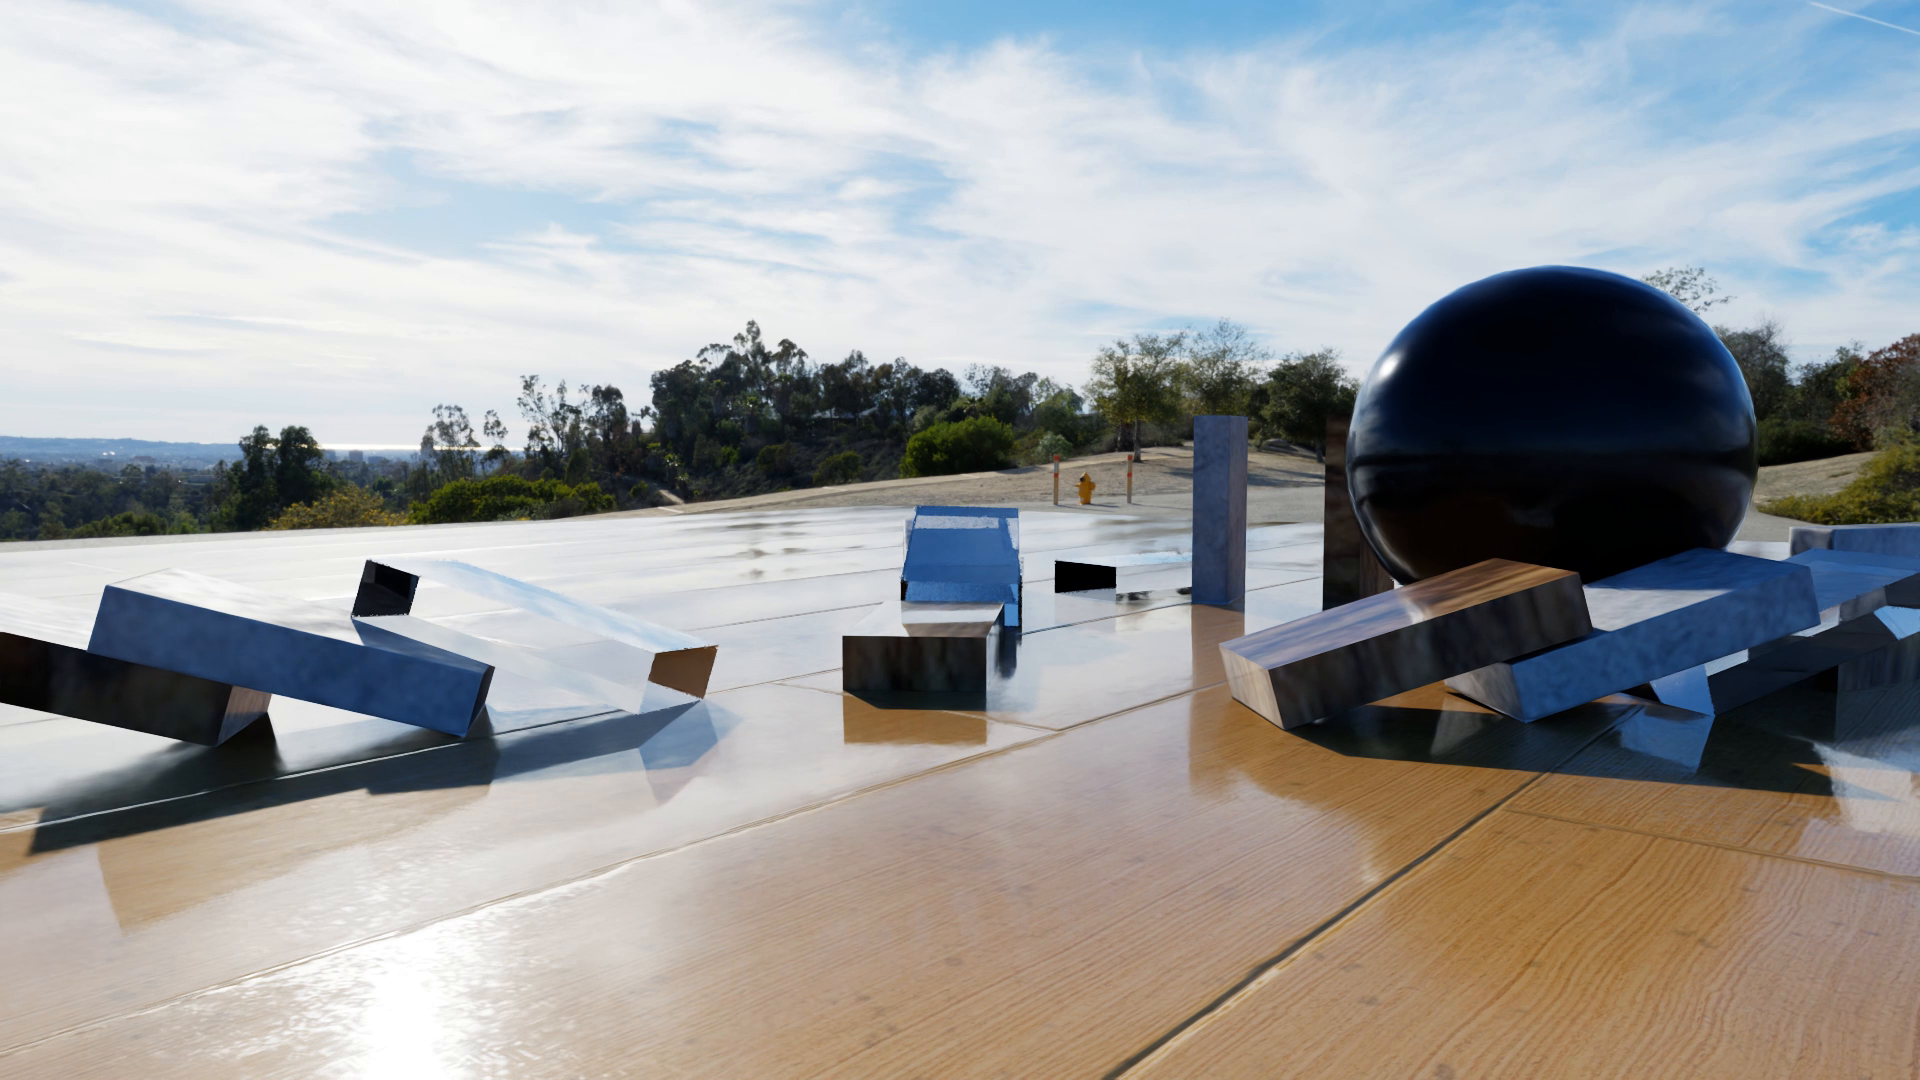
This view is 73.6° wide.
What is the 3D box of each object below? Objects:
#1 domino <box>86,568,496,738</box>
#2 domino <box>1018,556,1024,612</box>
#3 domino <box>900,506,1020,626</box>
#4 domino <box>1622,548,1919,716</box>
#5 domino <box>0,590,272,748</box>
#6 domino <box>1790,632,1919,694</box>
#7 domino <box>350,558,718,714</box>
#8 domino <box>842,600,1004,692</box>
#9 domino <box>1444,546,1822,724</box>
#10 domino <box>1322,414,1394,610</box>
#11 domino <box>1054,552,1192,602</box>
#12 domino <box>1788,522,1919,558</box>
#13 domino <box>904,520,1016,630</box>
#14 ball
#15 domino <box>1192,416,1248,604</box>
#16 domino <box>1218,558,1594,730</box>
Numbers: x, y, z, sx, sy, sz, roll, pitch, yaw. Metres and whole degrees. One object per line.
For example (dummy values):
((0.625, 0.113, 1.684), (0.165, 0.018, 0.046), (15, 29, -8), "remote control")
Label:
((-0.097, 0.016, 0.192), (0.050, 0.009, 0.025), (16, 0, -15), "domino")
((0.005, 0.012, 0.351), (0.025, 0.010, 0.050), (0, 4, 3), "domino")
((0.001, 0.005, 0.294), (0.025, 0.009, 0.050), (2, 20, 2), "domino")
((0.137, 0.015, 0.217), (0.050, 0.010, 0.025), (-18, 8, -12), "domino")
((-0.129, 0.017, 0.186), (0.050, 0.009, 0.025), (16, 0, -14), "domino")
((0.166, 0.020, 0.242), (0.050, 0.009, 0.025), (-2, 5, -29), "domino")
((-0.067, 0.015, 0.206), (0.050, 0.009, 0.025), (16, 1, 11), "domino")
((-0.005, 0.019, 0.246), (0.025, 0.009, 0.050), (0, 4, 6), "domino")
((0.107, 0.015, 0.209), (0.050, 0.010, 0.025), (-17, 8, -4), "domino")
((0.104, -0.007, 0.332), (0.009, 0.050, 0.025), (3, 5, 38), "domino")
((0.054, 0.010, 0.371), (0.050, 0.009, 0.025), (-3, 5, -37), "domino")
((0.200, 0.009, 0.277), (0.050, 0.025, 0.010), (-2, 5, -22), "domino")
((-0.001, 0.008, 0.314), (0.025, 0.009, 0.050), (0, 20, -3), "domino")
((0.124, -0.018, 0.275), (0.080, 0.080, 0.080), (0, 4, 0), "ball")
((0.071, -0.009, 0.351), (0.009, 0.050, 0.025), (2, 5, 23), "domino")
((0.070, 0.016, 0.204), (0.050, 0.009, 0.025), (-17, 6, -4), "domino")
